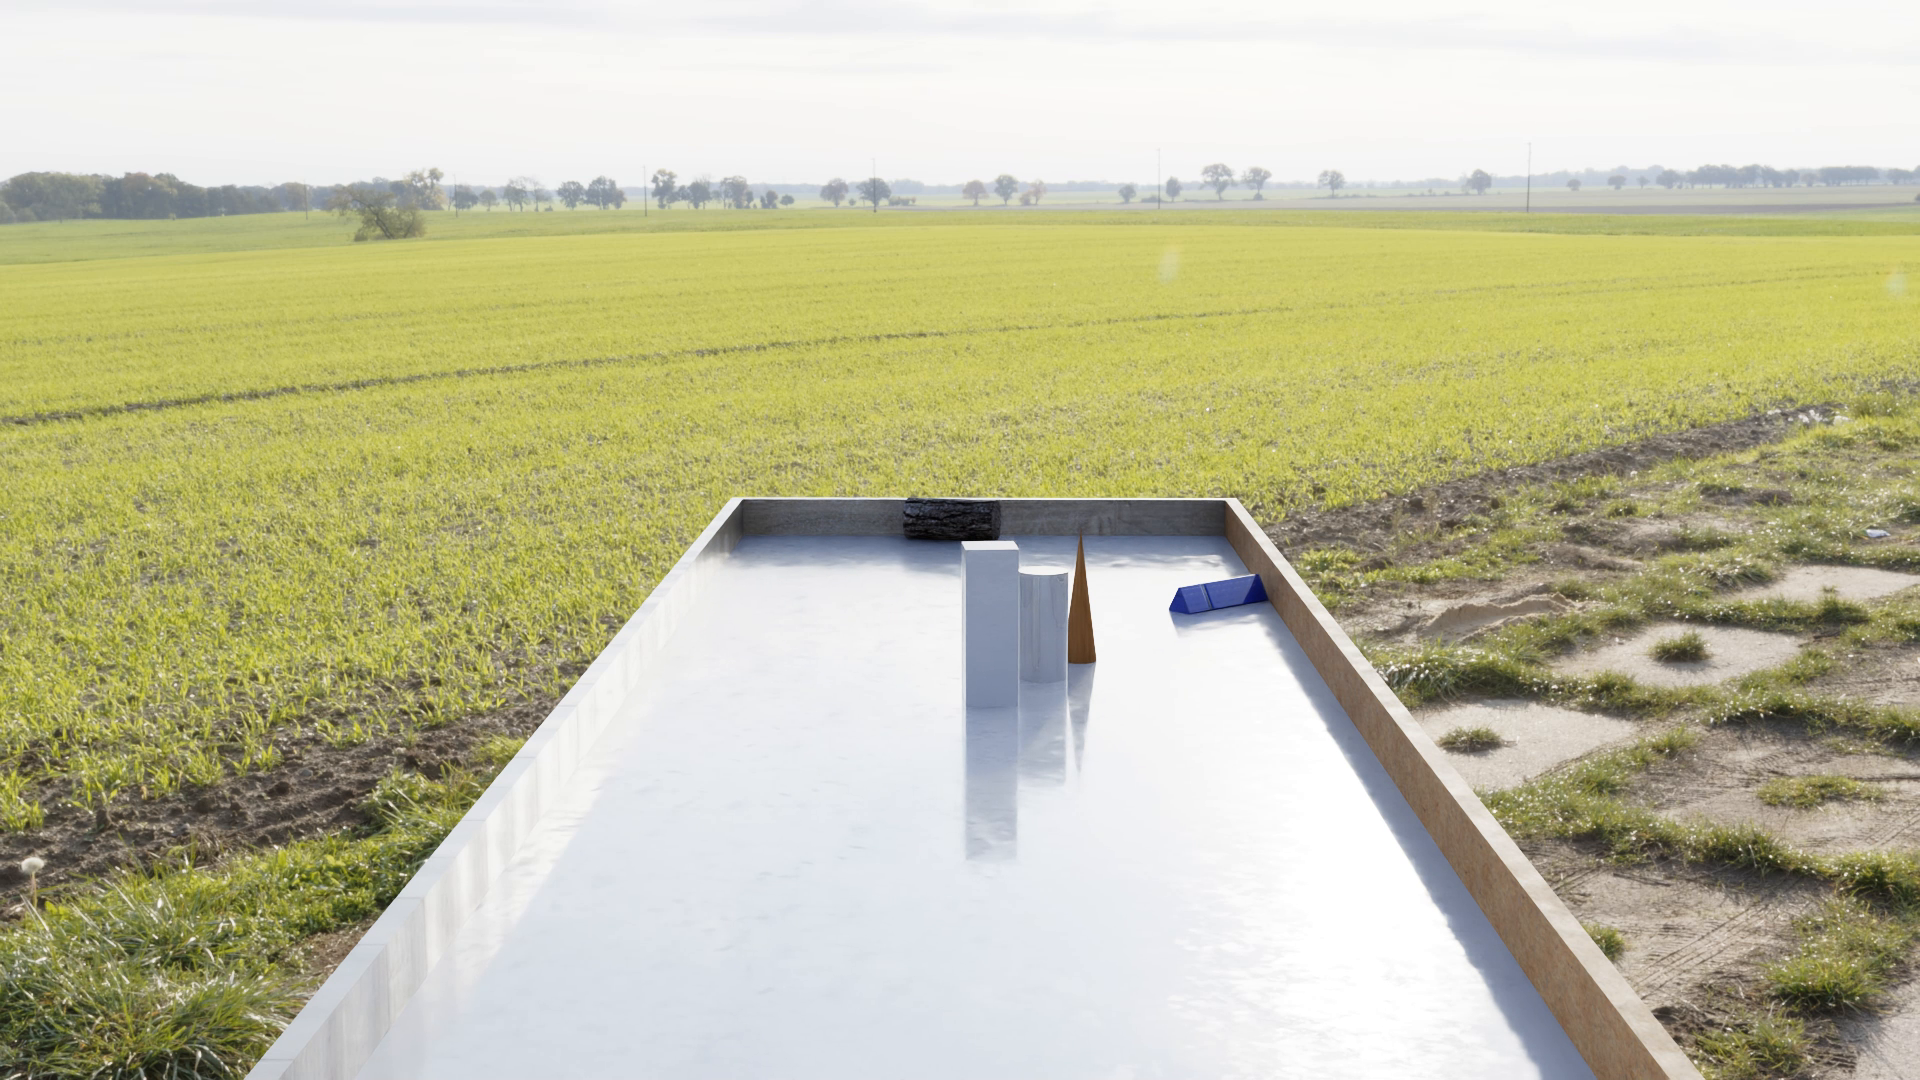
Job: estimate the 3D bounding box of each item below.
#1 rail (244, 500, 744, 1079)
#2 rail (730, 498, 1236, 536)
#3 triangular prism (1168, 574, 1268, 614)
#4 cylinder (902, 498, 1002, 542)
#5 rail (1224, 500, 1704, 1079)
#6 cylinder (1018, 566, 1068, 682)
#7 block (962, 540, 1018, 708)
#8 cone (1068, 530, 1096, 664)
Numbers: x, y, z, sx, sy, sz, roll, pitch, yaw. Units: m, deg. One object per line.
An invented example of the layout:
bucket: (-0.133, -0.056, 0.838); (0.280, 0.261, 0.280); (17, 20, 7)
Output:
rail: (-1.004, 0.839, 3.234); (0.050, 0.150, 12.000); (0, 9, 1)
rail: (0.099, -0.098, 9.147); (2.100, 0.150, 0.050); (0, 9, 1)
triangular prism: (0.895, 0.181, 7.579); (0.399, 0.086, 0.099); (-8, 12, -40)
cylinder: (-0.032, -0.084, 8.997); (0.372, 0.170, 0.170); (2, 9, 14)
rail: (1.046, 0.843, 3.208); (0.050, 0.150, 12.000); (0, 9, 1)
cylinder: (0.243, 0.246, 6.444); (0.147, 0.318, 0.147); (0, 9, 0)
block: (0.083, 0.233, 6.132); (0.146, 0.441, 0.146); (-1, 9, -4)
cone: (0.365, 0.165, 6.666); (0.104, 0.408, 0.104); (0, 9, 0)
